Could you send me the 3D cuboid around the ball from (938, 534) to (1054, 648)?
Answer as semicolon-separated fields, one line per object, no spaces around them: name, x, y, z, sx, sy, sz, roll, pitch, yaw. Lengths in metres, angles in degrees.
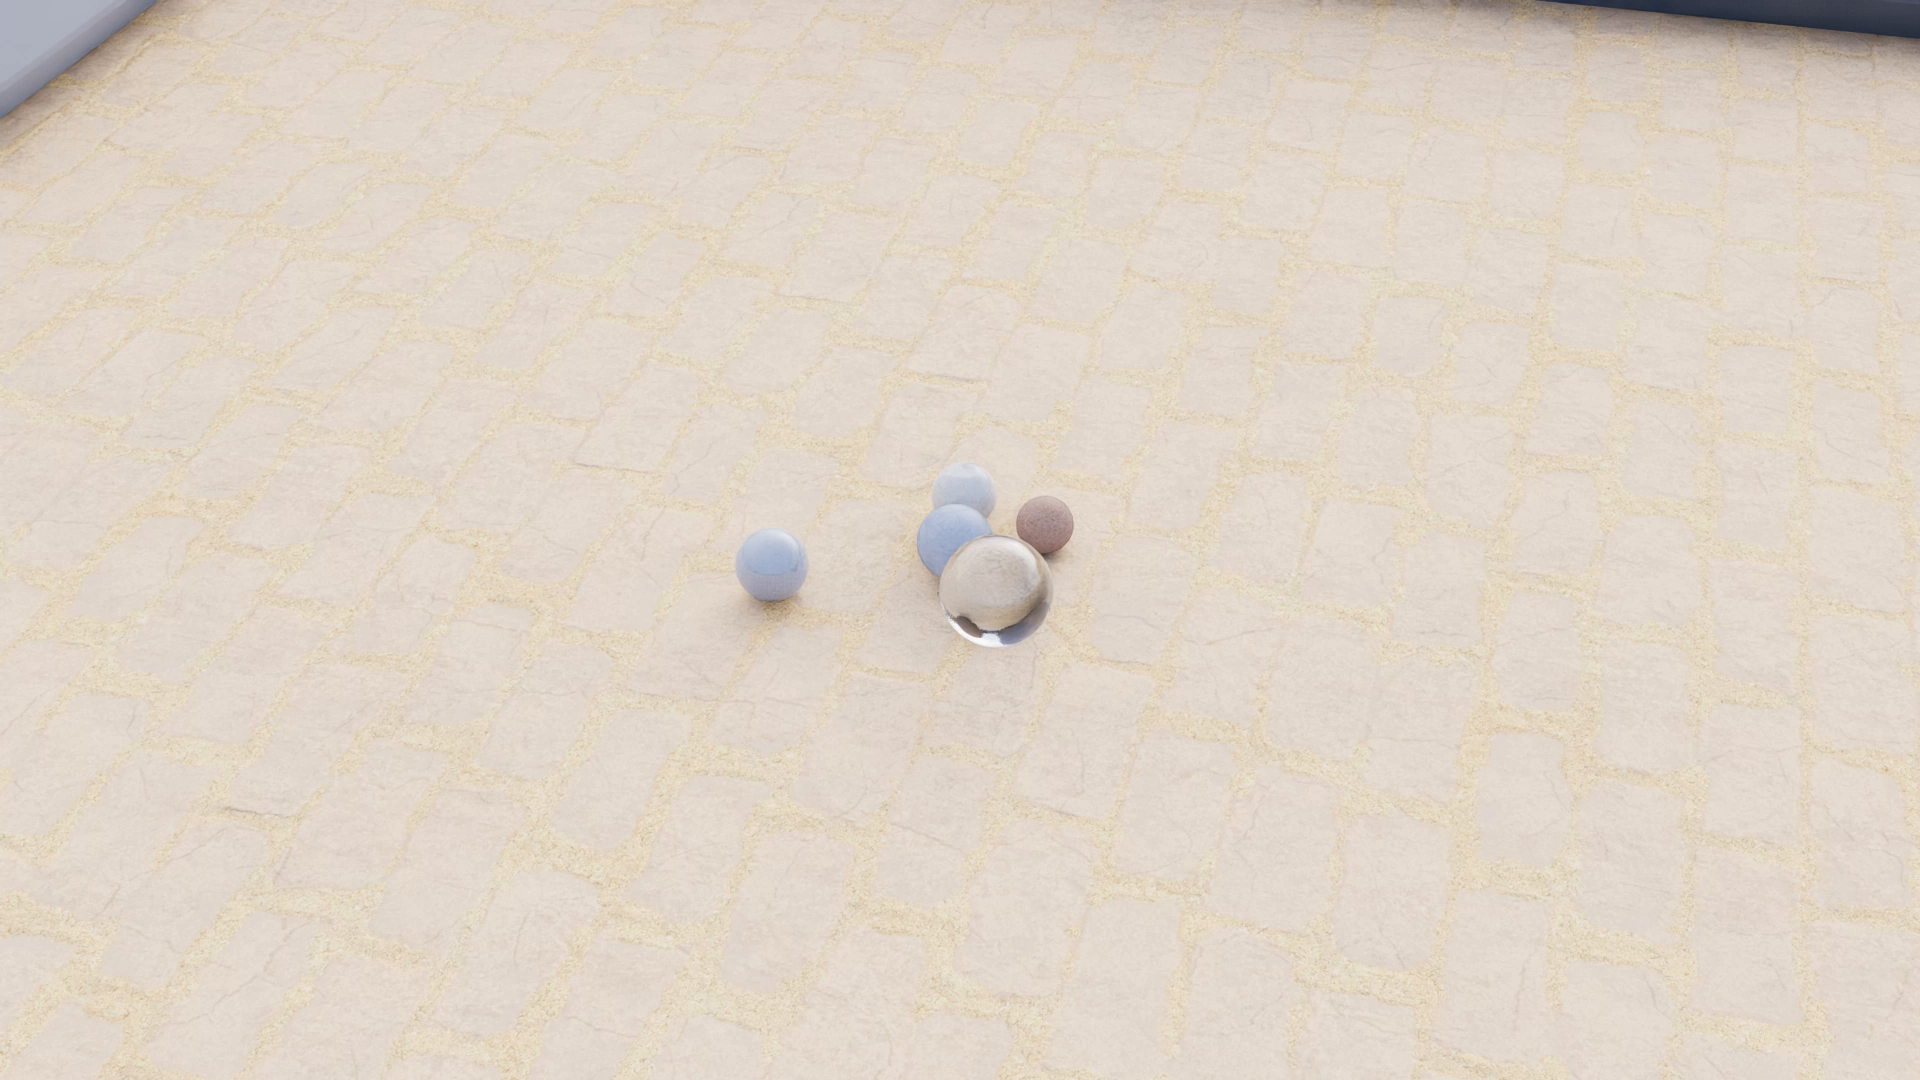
ball;0.025;0.035;1.782;0.080;0.080;0.080;0;35;0

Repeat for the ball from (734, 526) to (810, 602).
ball;-0.134;0.017;1.831;0.053;0.053;0.053;0;35;0

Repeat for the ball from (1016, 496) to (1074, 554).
ball;0.062;-0.011;1.882;0.043;0.043;0.043;0;35;0

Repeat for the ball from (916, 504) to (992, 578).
ball;-0.004;0.001;1.852;0.056;0.056;0.056;0;35;0

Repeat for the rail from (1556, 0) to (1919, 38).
rail;1.365;-0.498;2.524;4.411;0.114;0.045;9;35;12

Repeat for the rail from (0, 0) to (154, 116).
rail;-1.042;-0.183;2.066;0.045;0.114;2.366;9;35;12

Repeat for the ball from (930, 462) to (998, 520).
ball;0.003;-0.034;1.908;0.049;0.049;0.049;0;35;0
